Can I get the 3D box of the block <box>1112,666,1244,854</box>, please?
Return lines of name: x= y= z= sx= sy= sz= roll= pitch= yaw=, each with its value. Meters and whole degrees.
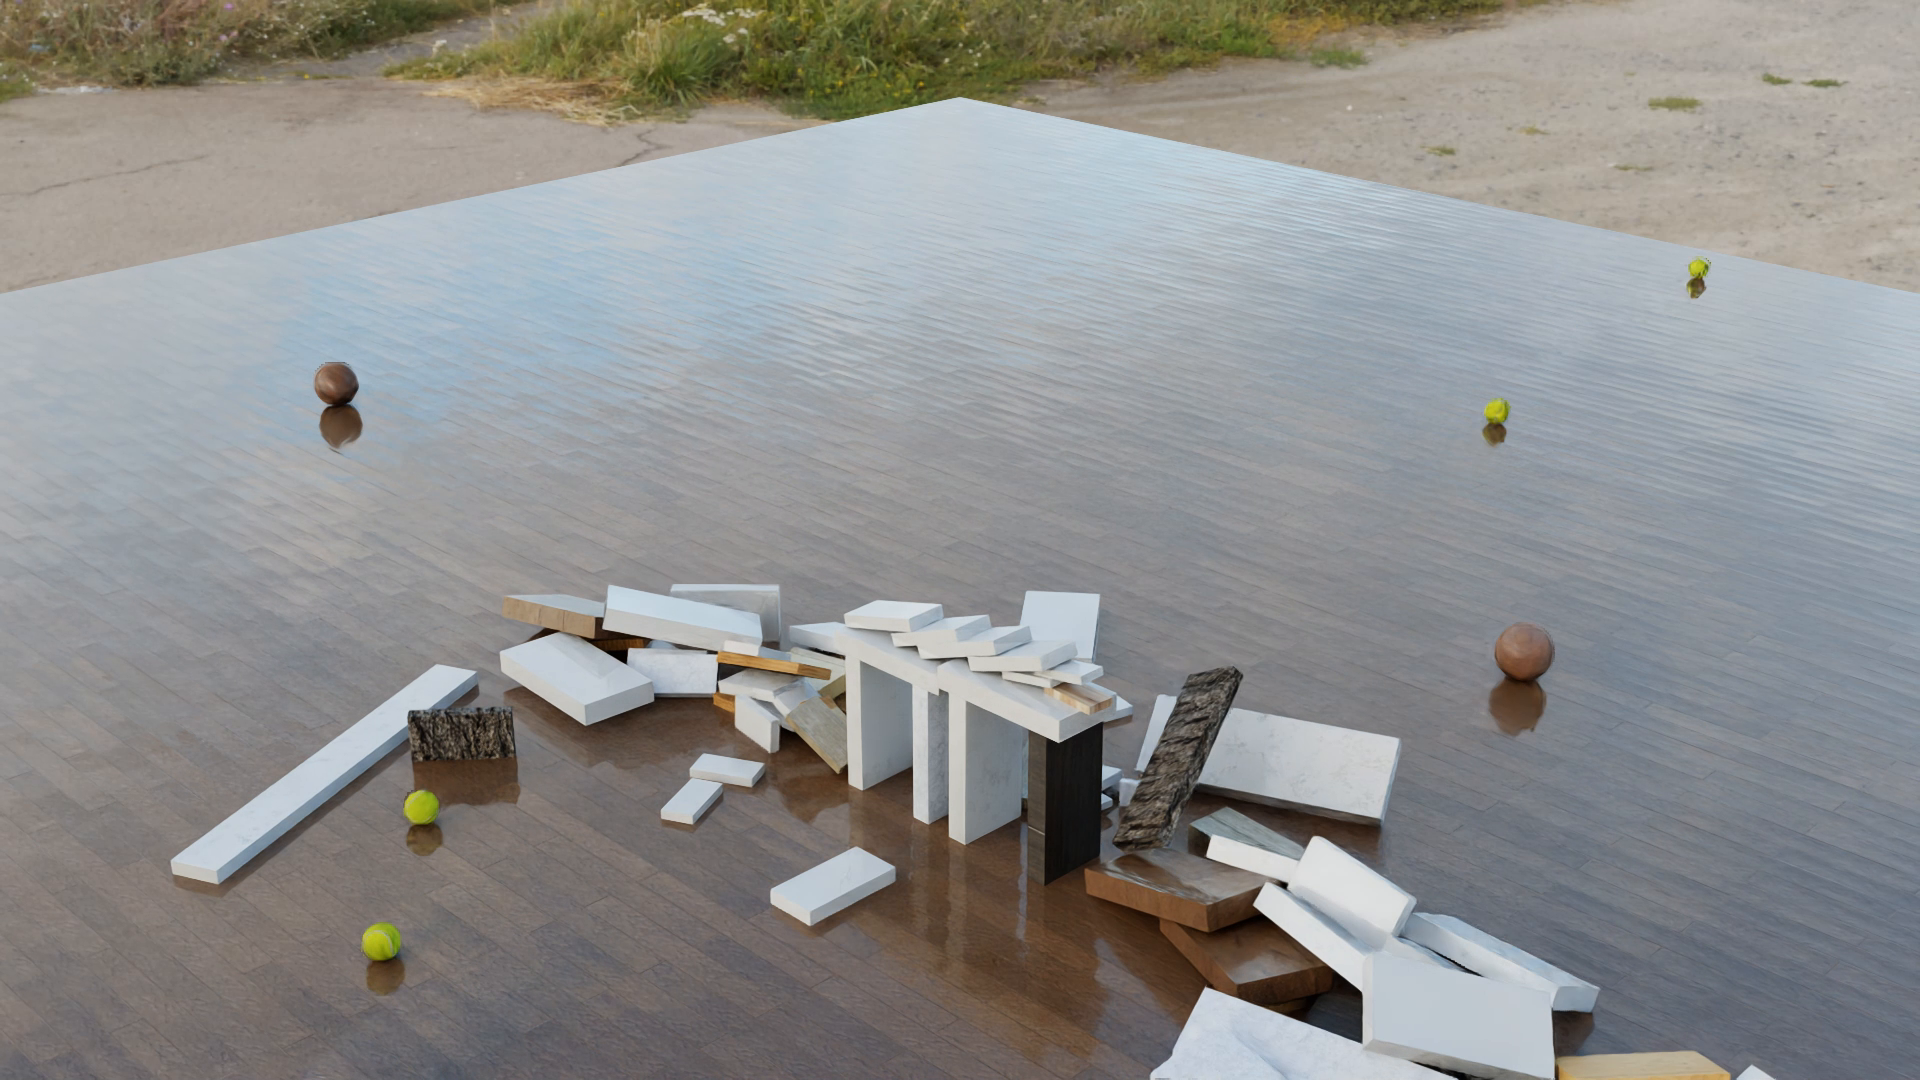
block: x=0.427 y=0.426 z=4.296 sx=0.126 sy=0.036 sz=0.418 roll=-20 pitch=34 yaw=49

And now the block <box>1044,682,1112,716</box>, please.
block: x=0.222 y=0.290 z=4.118 sx=0.061 sy=0.017 sz=0.121 roll=-19 pitch=29 yaw=-38

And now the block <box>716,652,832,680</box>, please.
block: x=-0.410 y=0.275 z=4.812 sx=0.084 sy=0.024 sz=0.344 roll=15 pitch=-7 yaw=-35

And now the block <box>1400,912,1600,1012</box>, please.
block: x=0.949 y=0.741 z=3.872 sx=0.312 sy=0.044 sz=0.156 roll=23 pitch=5 yaw=43

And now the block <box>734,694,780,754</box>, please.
block: x=-0.437 y=0.395 z=4.734 sx=0.021 sy=0.074 sz=0.149 roll=-12 pitch=26 yaw=-34

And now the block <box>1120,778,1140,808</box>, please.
block: x=0.381 y=0.519 z=4.467 sx=0.113 sy=0.056 sz=0.016 roll=5 pitch=24 yaw=12

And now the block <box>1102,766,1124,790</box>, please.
block: x=0.259 y=0.485 z=4.561 sx=0.143 sy=0.020 sz=0.072 roll=8 pitch=23 yaw=42

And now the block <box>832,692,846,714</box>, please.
block: x=-0.230 y=0.370 z=4.811 sx=0.140 sy=0.020 sz=0.070 roll=16 pitch=28 yaw=33

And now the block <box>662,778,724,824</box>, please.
block: x=-0.545 y=0.532 z=4.482 sx=0.070 sy=0.020 sz=0.140 roll=8 pitch=24 yaw=18

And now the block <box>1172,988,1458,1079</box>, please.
block: x=0.602 y=0.870 z=3.555 sx=0.505 sy=0.038 sz=0.134 roll=16 pitch=51 yaw=25

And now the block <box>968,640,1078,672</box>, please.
block: x=0.119 y=0.221 z=4.186 sx=0.099 sy=0.028 sz=0.199 roll=-21 pitch=12 yaw=-41

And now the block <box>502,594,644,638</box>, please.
block: x=-0.891 y=0.177 z=5.143 sx=0.361 sy=0.050 sz=0.176 roll=9 pitch=6 yaw=43

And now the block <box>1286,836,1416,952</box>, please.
block: x=0.691 y=0.627 z=3.890 sx=0.220 sy=0.110 sz=0.031 roll=32 pitch=11 yaw=39

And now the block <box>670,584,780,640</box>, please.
block: x=-0.552 y=0.172 z=5.192 sx=0.252 sy=0.126 sz=0.036 roll=0 pitch=20 yaw=1

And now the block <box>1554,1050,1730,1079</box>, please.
block: x=1.095 y=0.867 z=3.555 sx=0.253 sy=0.036 sz=0.126 roll=-1 pitch=4 yaw=-6

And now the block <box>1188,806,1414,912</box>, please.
block: x=0.648 y=0.636 z=4.222 sx=0.110 sy=0.031 sz=0.482 roll=-18 pitch=29 yaw=-36

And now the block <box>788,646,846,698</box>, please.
block: x=-0.340 y=0.303 z=4.906 sx=0.126 sy=0.036 sz=0.252 roll=-32 pitch=25 yaw=-31

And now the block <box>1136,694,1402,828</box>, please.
block: x=0.630 y=0.450 z=4.508 sx=0.510 sy=0.050 sz=0.178 roll=9 pitch=63 yaw=21

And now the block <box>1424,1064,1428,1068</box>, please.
block: x=1.037 y=0.950 z=3.486 sx=0.100 sy=0.028 sz=0.985 roll=-21 pitch=31 yaw=-40

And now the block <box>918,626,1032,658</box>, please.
block: x=0.028 y=0.199 z=4.281 sx=0.099 sy=0.028 sz=0.224 roll=-21 pitch=10 yaw=-40

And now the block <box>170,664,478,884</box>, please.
block: x=-1.306 y=0.471 z=4.612 sx=0.107 sy=0.030 sz=0.913 roll=8 pitch=24 yaw=19

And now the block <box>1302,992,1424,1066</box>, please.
block: x=0.685 y=0.835 z=3.703 sx=0.211 sy=0.030 sz=0.106 roll=13 pitch=43 yaw=34

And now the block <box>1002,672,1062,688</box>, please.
block: x=0.146 y=0.255 z=4.174 sx=0.121 sy=0.017 sz=0.061 roll=8 pitch=21 yaw=43

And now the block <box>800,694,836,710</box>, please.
block: x=-0.275 y=0.398 z=4.675 sx=0.074 sy=0.021 sz=0.148 roll=-12 pitch=53 yaw=-37

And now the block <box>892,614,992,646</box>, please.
block: x=-0.037 y=0.179 z=4.342 sx=0.095 sy=0.027 sz=0.190 roll=-21 pitch=10 yaw=-41

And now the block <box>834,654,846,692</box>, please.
block: x=-0.113 y=0.311 z=4.964 sx=0.356 sy=0.050 sz=0.178 roll=1 pitch=23 yaw=2

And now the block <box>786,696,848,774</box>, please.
block: x=-0.278 y=0.406 z=4.599 sx=0.084 sy=0.024 sz=0.167 roll=-33 pitch=66 yaw=-34

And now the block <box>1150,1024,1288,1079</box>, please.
block: x=0.462 y=0.904 z=3.471 sx=0.152 sy=0.043 sz=0.304 roll=-29 pitch=46 yaw=-31

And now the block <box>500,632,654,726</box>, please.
block: x=-0.858 y=0.304 z=4.913 sx=0.176 sy=0.050 sz=0.353 roll=-19 pitch=29 yaw=-37

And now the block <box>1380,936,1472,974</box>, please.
block: x=0.865 y=0.765 z=3.778 sx=0.267 sy=0.038 sz=0.134 roll=27 pitch=1 yaw=32

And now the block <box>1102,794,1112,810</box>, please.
block: x=0.252 y=0.521 z=4.472 sx=0.056 sy=0.016 sz=0.113 roll=-17 pitch=28 yaw=-34

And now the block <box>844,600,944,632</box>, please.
block: x=-0.134 y=0.153 z=4.432 sx=0.190 sy=0.027 sz=0.095 roll=2 pitch=18 yaw=45

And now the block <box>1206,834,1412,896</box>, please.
block: x=0.644 y=0.620 z=4.063 sx=0.348 sy=0.044 sz=0.156 roll=14 pitch=-5 yaw=29
